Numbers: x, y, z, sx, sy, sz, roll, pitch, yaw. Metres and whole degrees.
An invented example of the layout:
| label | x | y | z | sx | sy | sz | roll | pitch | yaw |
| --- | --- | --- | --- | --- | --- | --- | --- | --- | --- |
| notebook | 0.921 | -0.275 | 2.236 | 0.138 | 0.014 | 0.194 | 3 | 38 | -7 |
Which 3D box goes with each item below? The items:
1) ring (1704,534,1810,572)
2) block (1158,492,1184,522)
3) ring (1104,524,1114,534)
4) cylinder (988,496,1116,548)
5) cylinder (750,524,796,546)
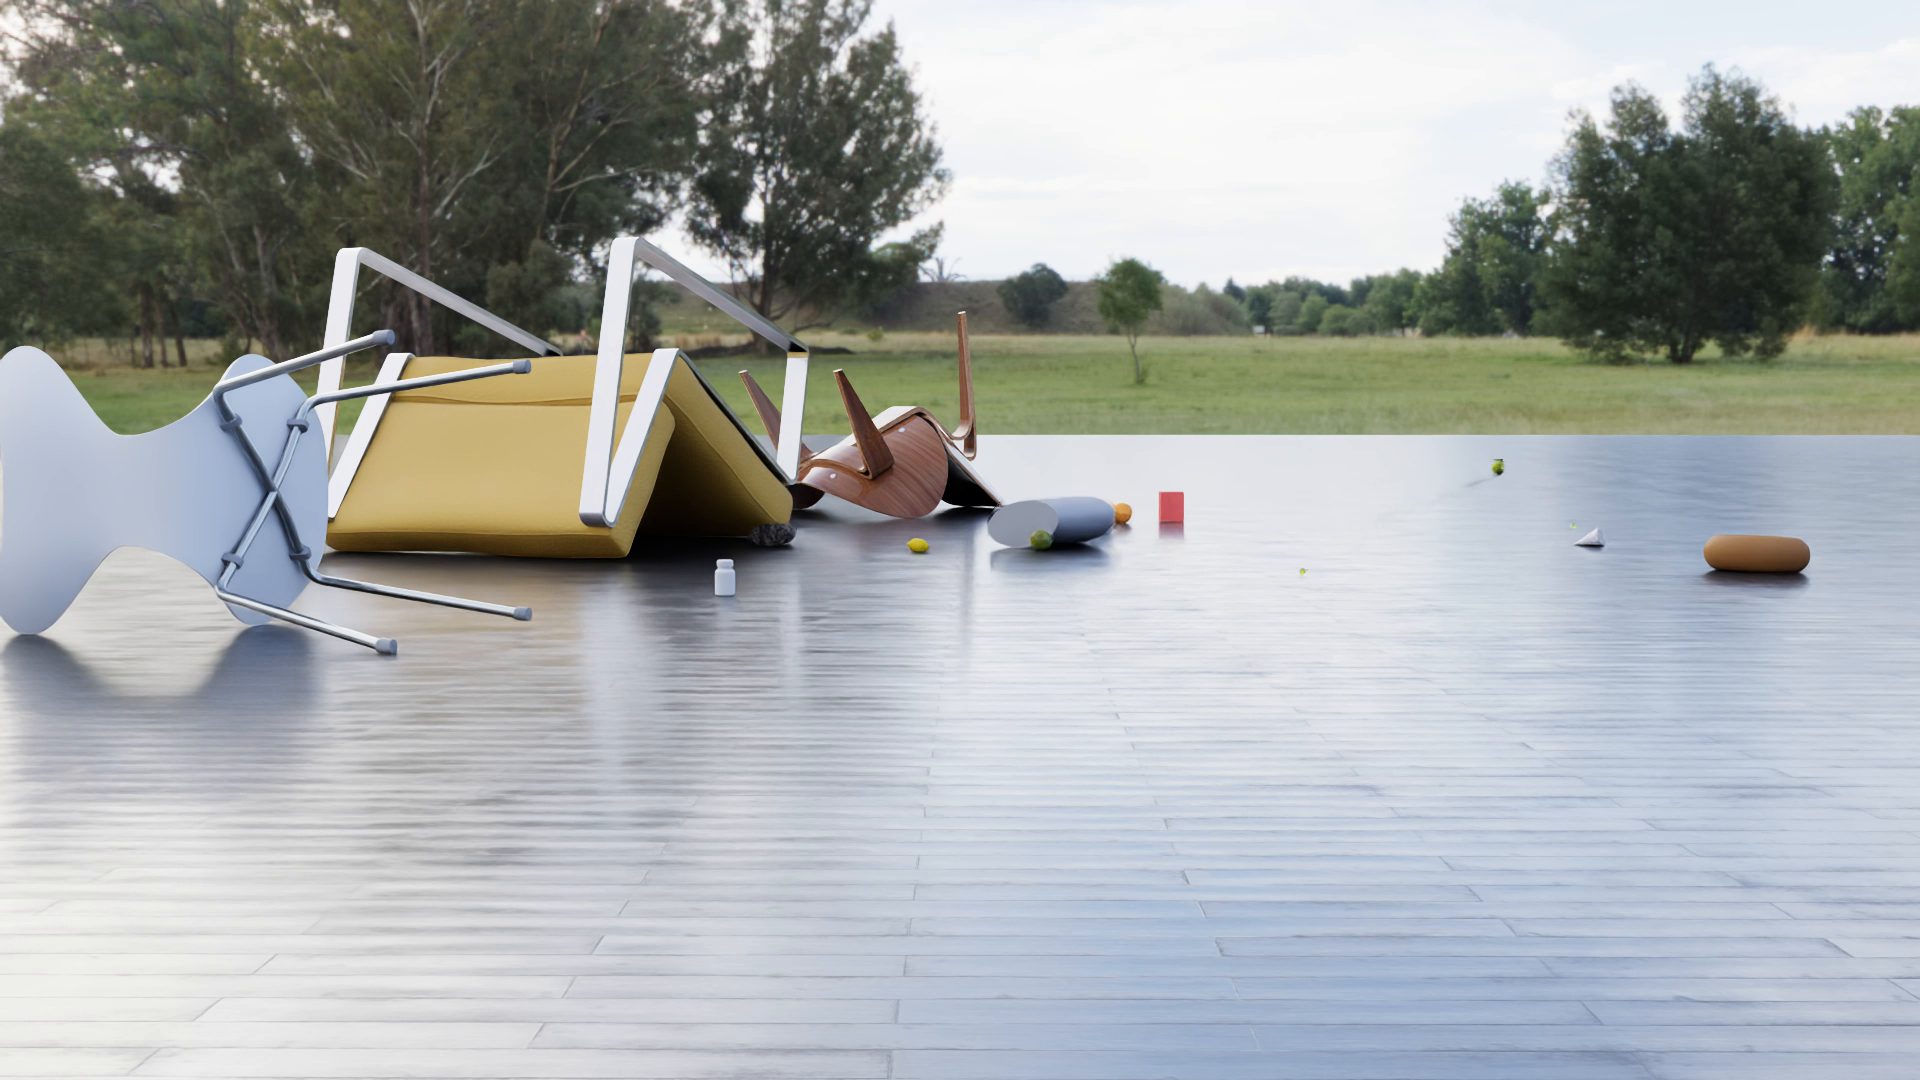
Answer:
| label | x | y | z | sx | sy | sz | roll | pitch | yaw |
| --- | --- | --- | --- | --- | --- | --- | --- | --- | --- |
| ring | 1.967 | 0.034 | 5.431 | 0.249 | 0.088 | 0.161 | 3 | 3 | 24 |
| block | 0.721 | -0.115 | 7.503 | 0.078 | 0.099 | 0.083 | 0 | 4 | 0 |
| ring | 0.405 | -0.058 | 6.818 | 0.148 | 0.080 | 0.146 | 0 | 2 | 28 |
| cylinder | 0.264 | -0.052 | 6.312 | 0.250 | 0.131 | 0.279 | -10 | -3 | 39 |
| cylinder | -0.537 | -0.016 | 6.320 | 0.116 | 0.062 | 0.061 | -1 | 3 | 17 |
